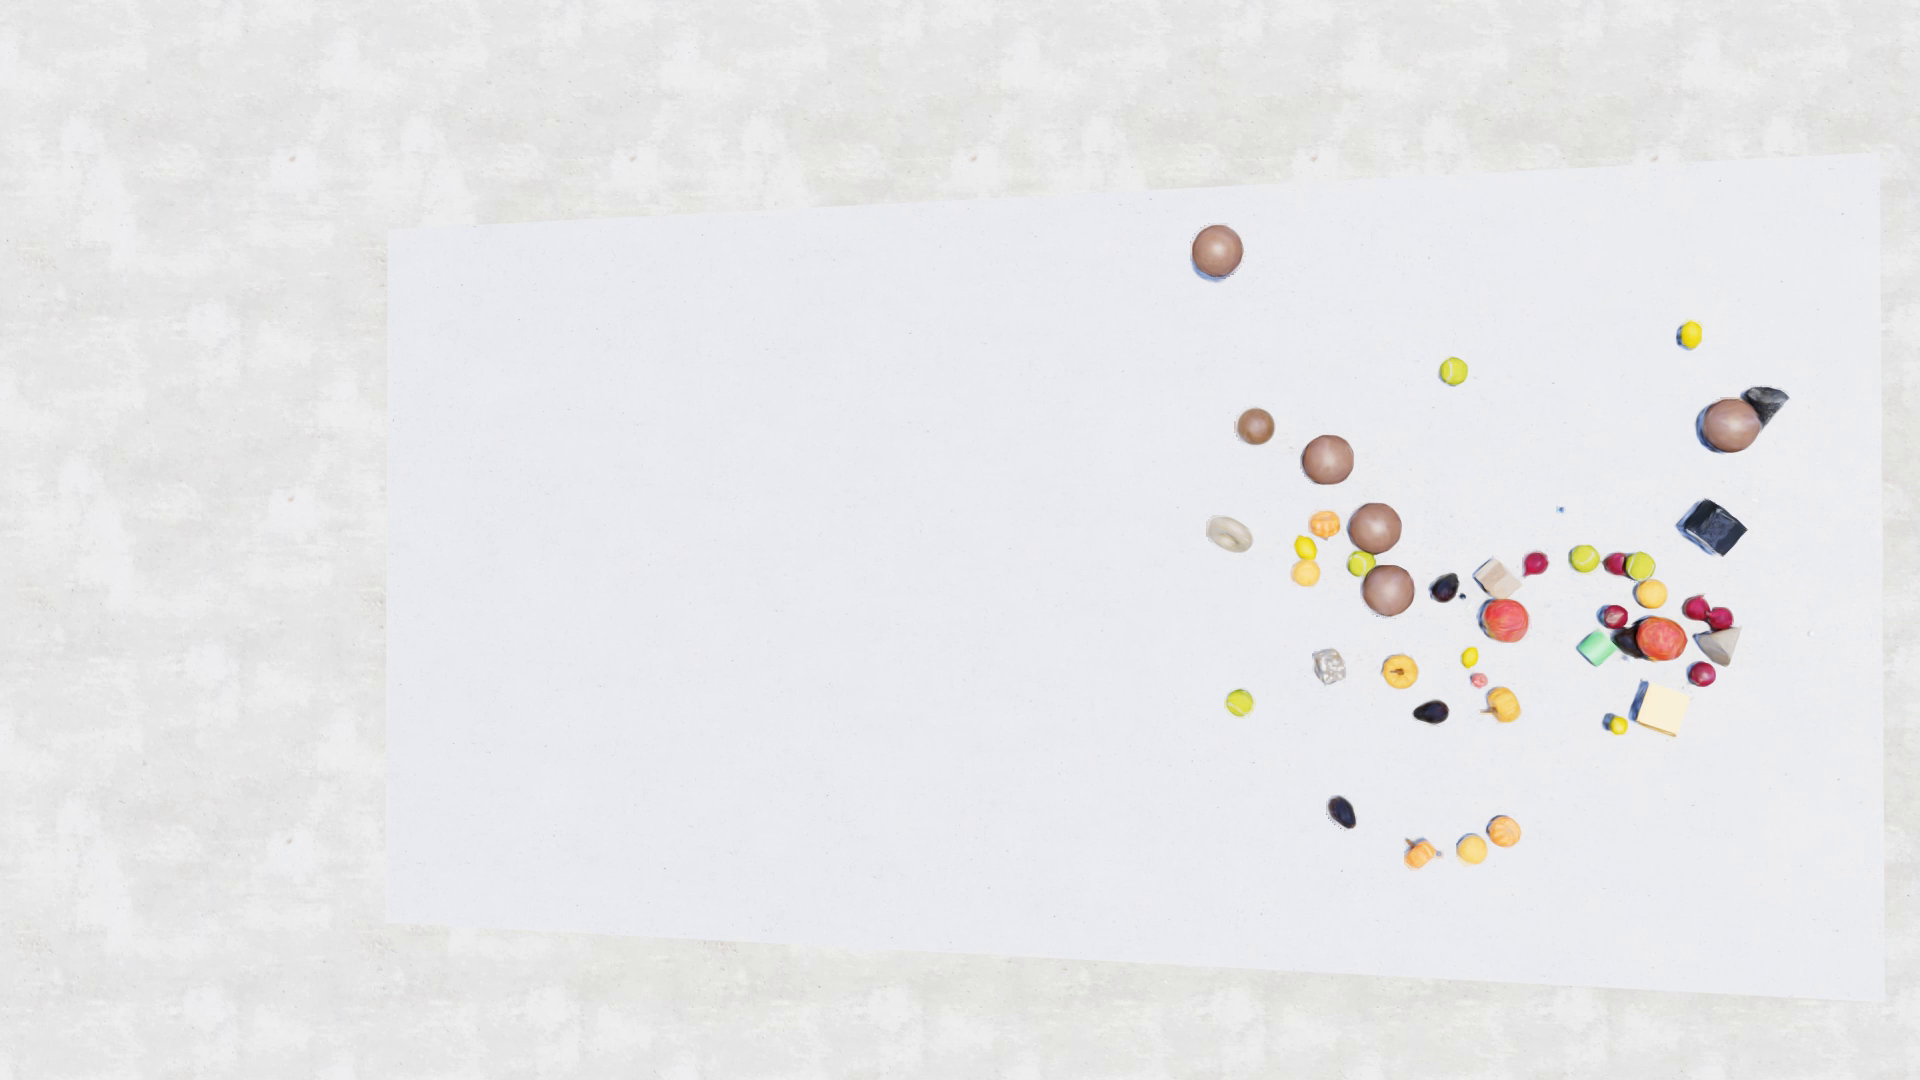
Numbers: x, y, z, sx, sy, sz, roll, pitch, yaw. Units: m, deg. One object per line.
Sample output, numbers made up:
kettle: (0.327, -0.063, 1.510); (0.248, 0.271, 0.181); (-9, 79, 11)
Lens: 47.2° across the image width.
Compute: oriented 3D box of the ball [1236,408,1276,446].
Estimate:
ball: (0.749, -0.287, 5.564); (0.097, 0.097, 0.097); (0, 89, 0)

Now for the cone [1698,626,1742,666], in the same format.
cone: (1.826, 0.232, 5.223); (0.097, 0.097, 0.097); (-39, 89, -10)

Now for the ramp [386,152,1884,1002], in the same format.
ramp: (0.273, 0.094, 5.808); (4.000, 0.100, 2.000); (0, 89, 17)

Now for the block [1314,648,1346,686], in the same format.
block: (0.924, 0.317, 5.496); (0.058, 0.058, 0.058); (-19, 130, -13)

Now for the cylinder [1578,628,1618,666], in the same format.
cylinder: (1.546, 0.261, 5.329); (0.066, 0.066, 0.066); (45, 102, 1)

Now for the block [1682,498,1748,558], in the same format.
block: (1.787, -0.030, 5.208); (0.087, 0.087, 0.087); (37, 98, -19)

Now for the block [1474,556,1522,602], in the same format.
block: (1.318, 0.098, 5.383); (0.067, 0.067, 0.067); (-45, 129, 13)

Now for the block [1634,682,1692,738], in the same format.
block: (1.682, 0.407, 5.262); (0.097, 0.097, 0.097); (20, 86, 16)
